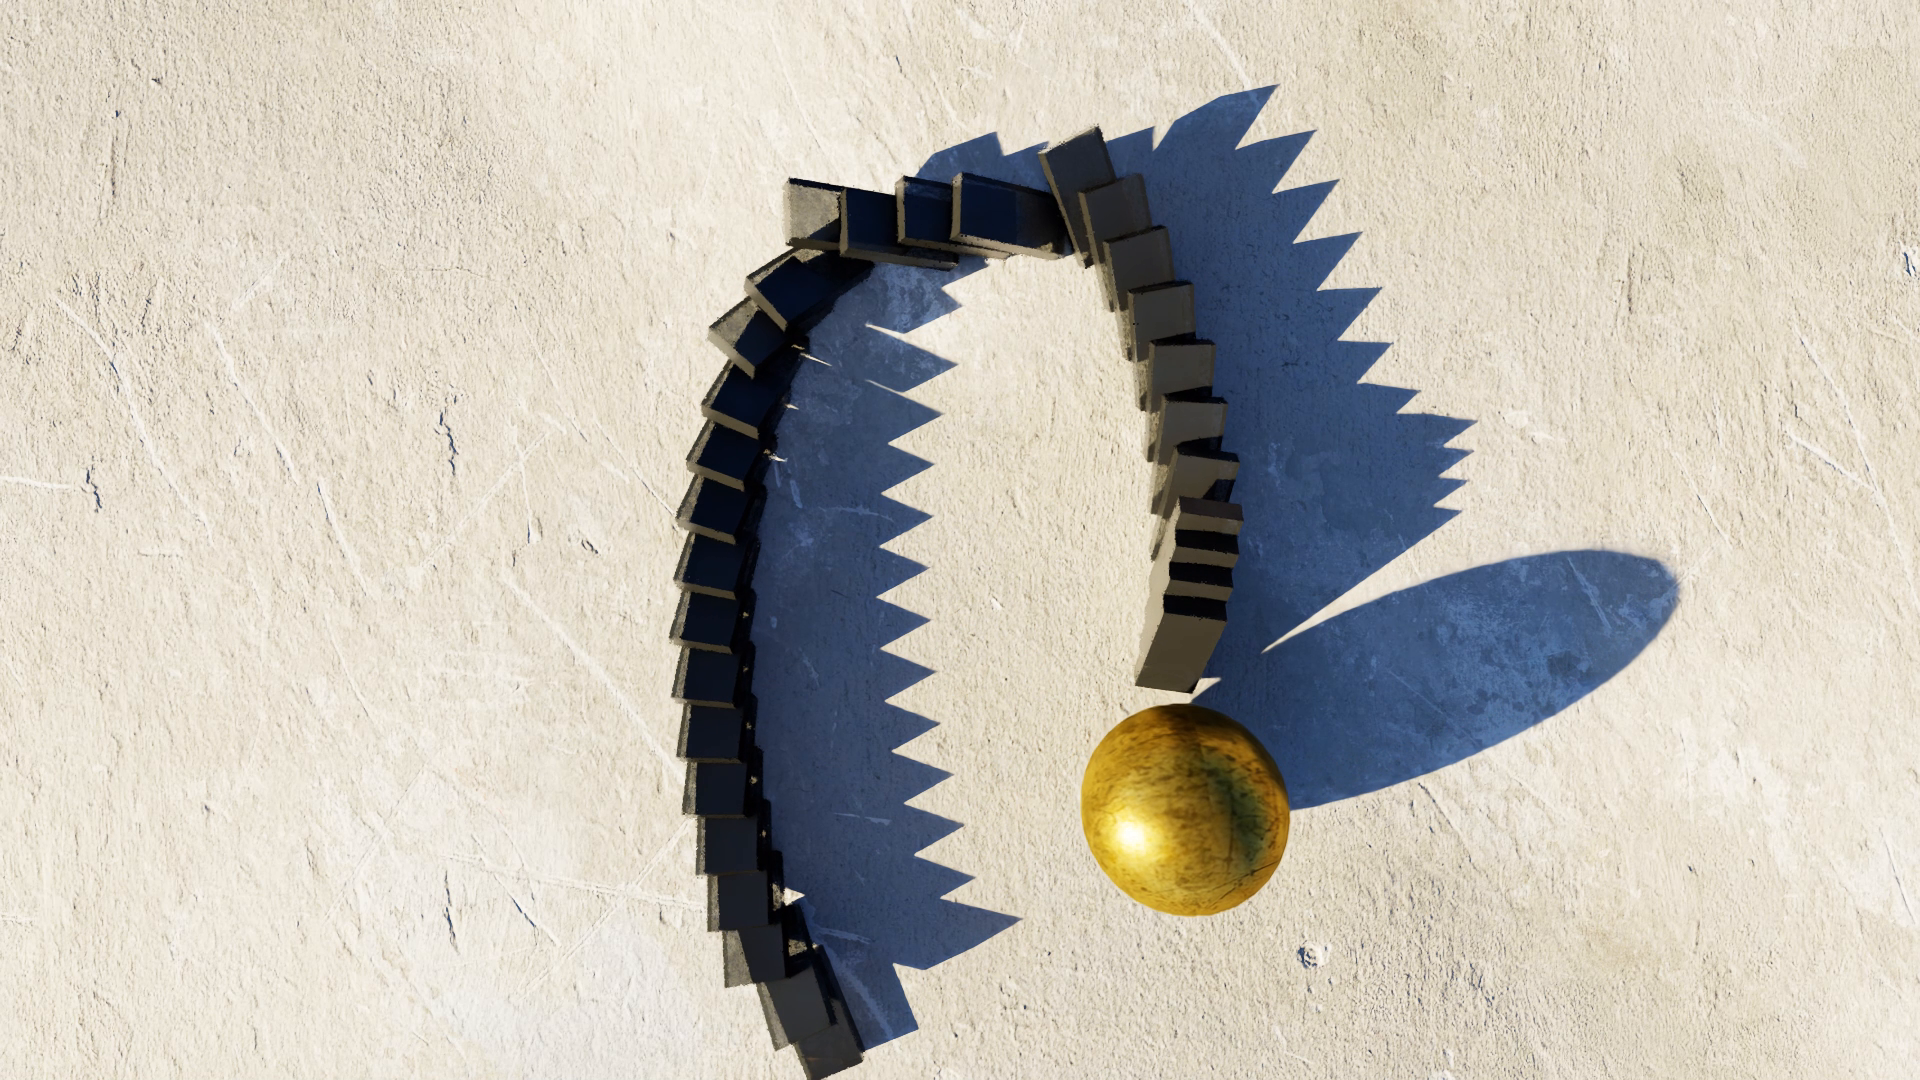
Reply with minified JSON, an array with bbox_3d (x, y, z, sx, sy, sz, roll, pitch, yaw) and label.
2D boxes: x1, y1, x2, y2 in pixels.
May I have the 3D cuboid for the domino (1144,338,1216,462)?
[{"bbox_3d":[0.092,-0.058,0.385,0.025,0.009,0.050,-2,116,0],"label":"domino"}]

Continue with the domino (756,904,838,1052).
[{"bbox_3d":[-0.072,0.183,0.385,0.025,0.009,0.050,-25,66,-1],"label":"domino"}]

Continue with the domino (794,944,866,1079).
[{"bbox_3d":[-0.062,0.204,0.395,0.025,0.010,0.050,-22,90,0],"label":"domino"}]

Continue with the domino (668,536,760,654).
[{"bbox_3d":[-0.102,0.021,0.385,0.025,0.009,0.050,9,65,0],"label":"domino"}]

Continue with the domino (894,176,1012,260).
[{"bbox_3d":[-0.002,-0.134,0.384,0.050,0.009,0.025,-1,89,-27],"label":"domino"}]

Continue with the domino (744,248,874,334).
[{"bbox_3d":[-0.063,-0.111,0.385,0.025,0.010,0.050,48,64,0],"label":"domino"}]

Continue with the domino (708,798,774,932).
[{"bbox_3d":[-0.092,0.136,0.385,0.025,0.010,0.050,-7,65,0],"label":"domino"}]

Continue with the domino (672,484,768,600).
[{"bbox_3d":[-0.100,-0.002,0.385,0.025,0.010,0.050,11,65,0],"label":"domino"}]

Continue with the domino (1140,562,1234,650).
[{"bbox_3d":[0.092,0.031,0.379,0.025,0.050,0.010,8,46,0],"label":"domino"}]

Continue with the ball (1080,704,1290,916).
[{"bbox_3d":[0.087,0.105,0.360,0.080,0.080,0.080,0,90,0],"label":"ball"}]

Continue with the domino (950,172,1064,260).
[{"bbox_3d":[0.020,-0.135,0.384,0.050,0.010,0.025,2,90,-27],"label":"domino"}]

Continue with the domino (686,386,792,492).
[{"bbox_3d":[-0.092,-0.047,0.385,0.025,0.009,0.050,20,65,0],"label":"domino"}]

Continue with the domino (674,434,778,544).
[{"bbox_3d":[-0.097,-0.025,0.385,0.025,0.009,0.050,17,65,0],"label":"domino"}]

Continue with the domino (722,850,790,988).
[{"bbox_3d":[-0.087,0.159,0.386,0.025,0.010,0.050,-10,66,0],"label":"domino"}]

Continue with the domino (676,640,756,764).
[{"bbox_3d":[-0.102,0.067,0.385,0.025,0.010,0.050,1,65,0],"label":"domino"}]

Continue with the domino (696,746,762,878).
[{"bbox_3d":[-0.097,0.114,0.385,0.025,0.010,0.050,-5,65,0],"label":"domino"}]

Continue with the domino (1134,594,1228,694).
[{"bbox_3d":[0.090,0.044,0.379,0.025,0.050,0.009,8,46,0],"label":"domino"}]

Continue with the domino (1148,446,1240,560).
[{"bbox_3d":[0.097,-0.013,0.384,0.025,0.010,0.050,8,120,0],"label":"domino"}]

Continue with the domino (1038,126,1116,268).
[{"bbox_3d":[0.054,-0.143,0.384,0.025,0.009,0.050,-27,117,-2],"label":"domino"}]

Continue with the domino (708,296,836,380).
[{"bbox_3d":[-0.079,-0.093,0.384,0.025,0.009,0.050,41,63,1],"label":"domino"}]

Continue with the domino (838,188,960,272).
[{"bbox_3d":[-0.025,-0.129,0.383,0.050,0.010,0.025,-1,85,-27],"label":"domino"}]

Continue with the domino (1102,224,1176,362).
[{"bbox_3d":[0.077,-0.103,0.385,0.025,0.009,0.050,-16,116,0],"label":"domino"}]

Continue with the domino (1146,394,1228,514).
[{"bbox_3d":[0.095,-0.035,0.385,0.025,0.010,0.050,3,115,0],"label":"domino"}]

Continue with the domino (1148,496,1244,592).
[{"bbox_3d":[0.097,0.005,0.379,0.025,0.050,0.010,8,46,0],"label":"domino"}]

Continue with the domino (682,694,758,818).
[{"bbox_3d":[-0.100,0.090,0.385,0.025,0.010,0.050,-1,65,0],"label":"domino"}]

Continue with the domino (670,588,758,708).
[{"bbox_3d":[-0.103,0.044,0.385,0.025,0.010,0.050,5,65,0],"label":"domino"}]

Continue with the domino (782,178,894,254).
[{"bbox_3d":[-0.048,-0.134,0.383,0.050,0.009,0.025,-1,84,-27],"label":"domino"}]

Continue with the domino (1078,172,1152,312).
[{"bbox_3d":[0.068,-0.124,0.384,0.025,0.010,0.050,-19,116,-1],"label":"domino"}]

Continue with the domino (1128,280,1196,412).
[{"bbox_3d":[0.085,-0.081,0.385,0.025,0.009,0.050,-10,116,0],"label":"domino"}]

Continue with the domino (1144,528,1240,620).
[{"bbox_3d":[0.095,0.018,0.379,0.025,0.050,0.010,8,46,0],"label":"domino"}]

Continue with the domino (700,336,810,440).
[{"bbox_3d":[-0.085,-0.069,0.385,0.025,0.009,0.050,23,64,0],"label":"domino"}]
